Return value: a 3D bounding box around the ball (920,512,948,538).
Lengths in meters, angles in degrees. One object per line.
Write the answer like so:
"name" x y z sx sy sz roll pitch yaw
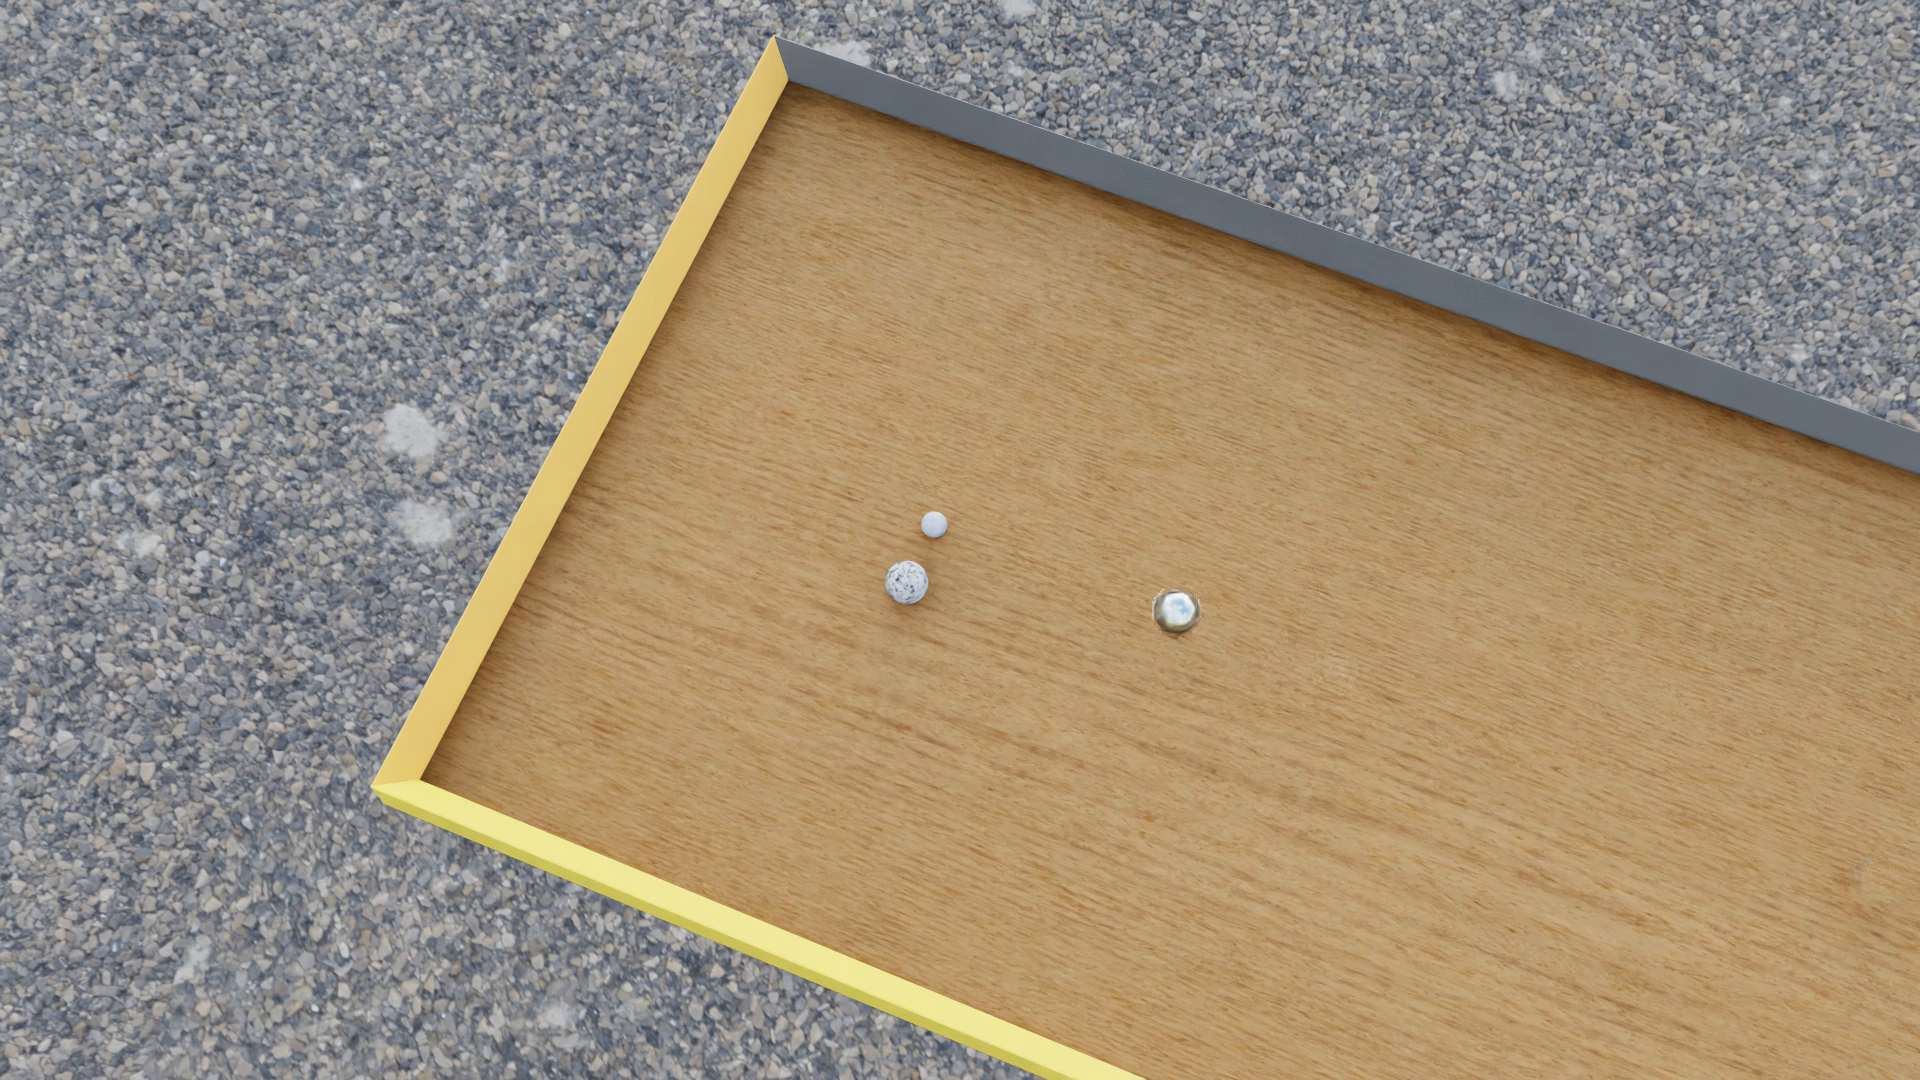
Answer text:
"ball" -0.042 -0.025 3.539 0.043 0.043 0.043 0 67 0

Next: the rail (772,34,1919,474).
"rail" 0.874 -0.383 3.663 2.613 0.094 0.045 21 69 9

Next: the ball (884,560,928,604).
"ball" -0.085 0.067 3.486 0.069 0.069 0.069 0 67 0

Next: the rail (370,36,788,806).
"rail" -0.582 -0.228 3.597 0.045 0.094 1.467 21 69 9

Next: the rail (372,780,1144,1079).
"rail" 0.334 0.825 3.149 2.613 0.094 0.045 21 69 9

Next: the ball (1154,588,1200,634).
"ball" 0.342 0.113 3.465 0.072 0.072 0.072 0 67 0
